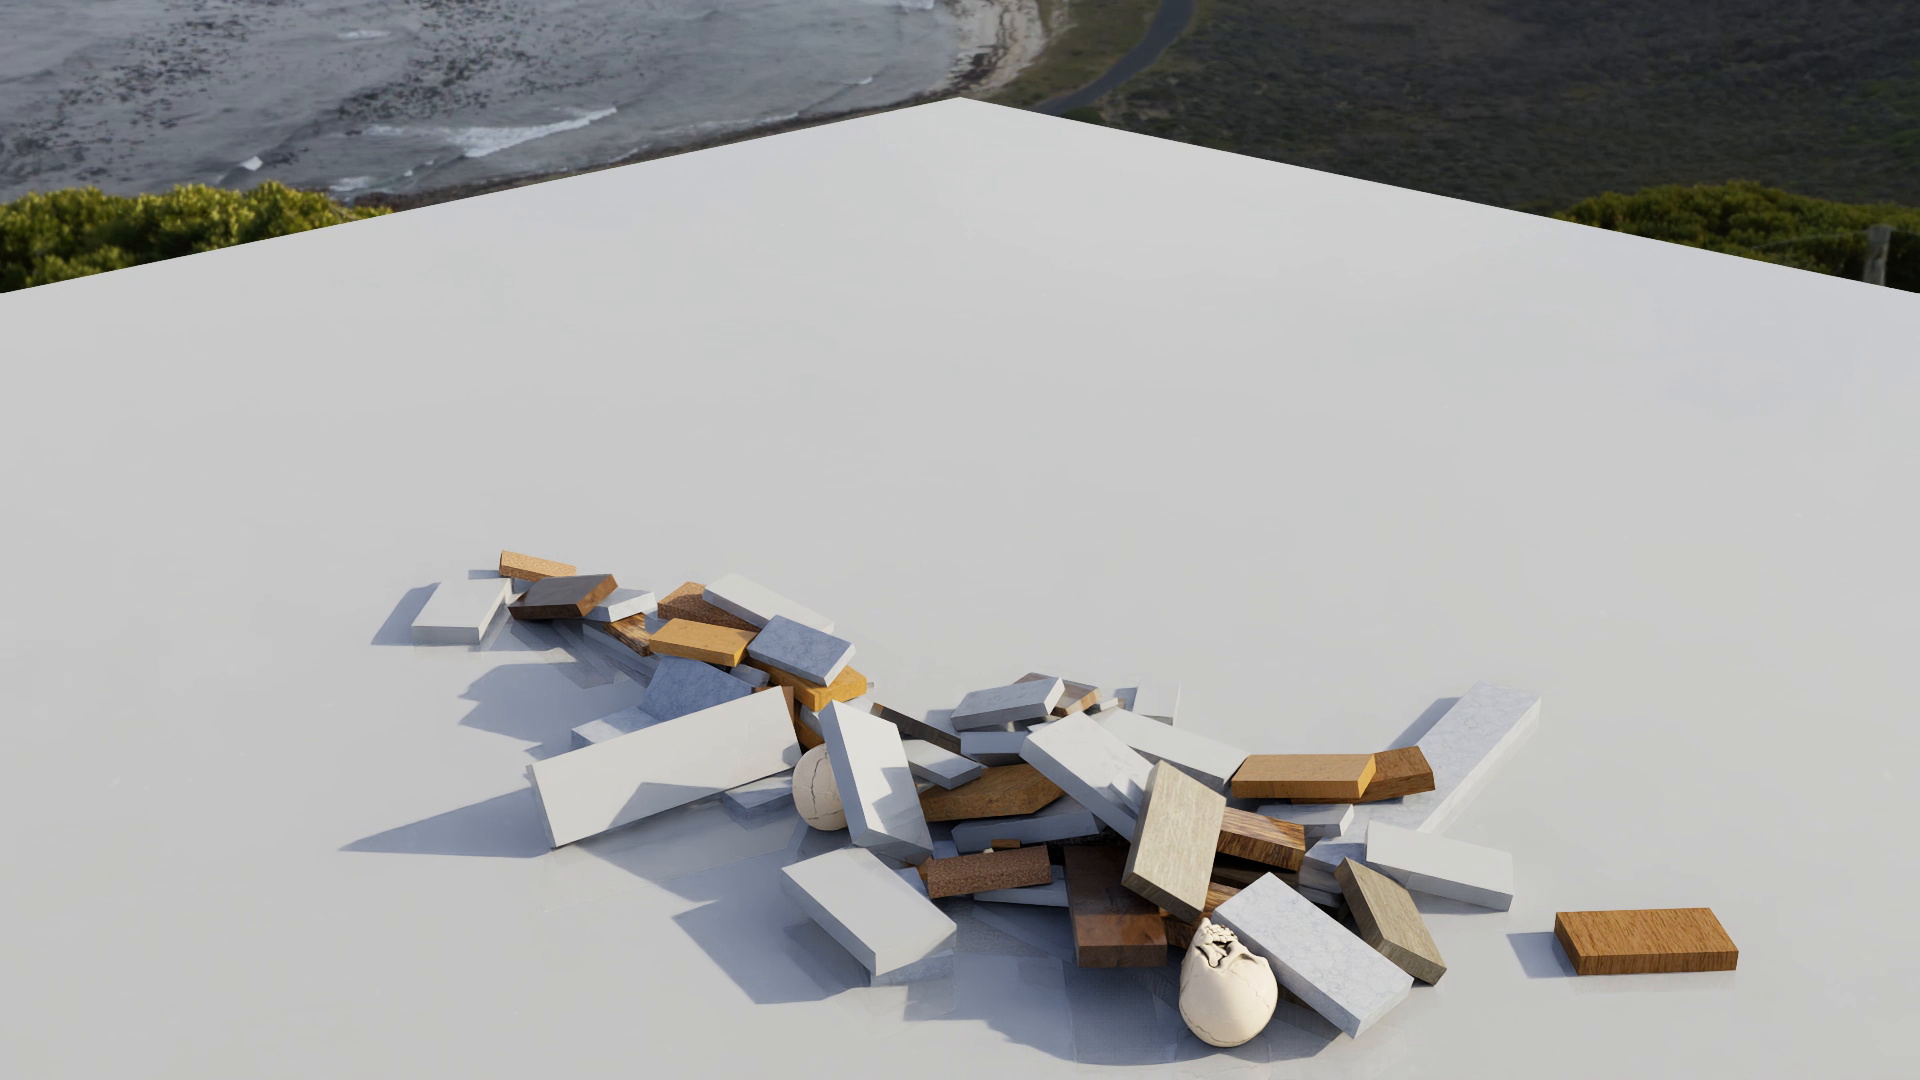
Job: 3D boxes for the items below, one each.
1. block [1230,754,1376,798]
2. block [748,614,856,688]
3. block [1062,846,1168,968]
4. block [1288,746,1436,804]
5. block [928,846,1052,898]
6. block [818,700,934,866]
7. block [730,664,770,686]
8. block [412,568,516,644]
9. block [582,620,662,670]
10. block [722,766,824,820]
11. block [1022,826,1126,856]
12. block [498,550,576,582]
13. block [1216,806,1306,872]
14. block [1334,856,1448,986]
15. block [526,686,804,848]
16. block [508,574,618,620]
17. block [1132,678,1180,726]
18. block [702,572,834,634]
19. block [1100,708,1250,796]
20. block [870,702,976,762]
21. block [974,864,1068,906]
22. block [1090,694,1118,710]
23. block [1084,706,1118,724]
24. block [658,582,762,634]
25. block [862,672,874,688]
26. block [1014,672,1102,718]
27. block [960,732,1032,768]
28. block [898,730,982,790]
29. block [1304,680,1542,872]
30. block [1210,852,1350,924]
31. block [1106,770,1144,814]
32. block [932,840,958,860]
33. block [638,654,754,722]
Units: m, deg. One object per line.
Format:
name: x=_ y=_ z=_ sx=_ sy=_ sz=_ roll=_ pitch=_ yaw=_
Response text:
block: x=0.694 y=0.476 z=4.443 sx=0.262 sy=0.037 sz=0.131 roll=-3 pitch=17 yaw=26
block: x=-0.340 y=0.236 z=4.718 sx=0.213 sy=0.030 sz=0.107 roll=19 pitch=54 yaw=31
block: x=0.275 y=0.655 z=3.957 sx=0.152 sy=0.043 sz=0.359 roll=0 pitch=20 yaw=-2
block: x=0.806 y=0.488 z=4.471 sx=0.287 sy=0.041 sz=0.144 roll=-10 pitch=16 yaw=2
block: x=0.055 y=0.623 z=4.137 sx=0.229 sy=0.032 sz=0.114 roll=-8 pitch=12 yaw=0
block: x=-0.166 y=0.473 z=4.301 sx=0.168 sy=0.048 sz=0.337 roll=25 pitch=30 yaw=-35
block: x=-0.477 y=0.355 z=4.729 sx=0.086 sy=0.171 sz=0.024 roll=16 pitch=-9 yaw=32
block: x=-1.199 y=0.159 z=5.327 sx=0.161 sy=0.046 sz=0.332 roll=2 pitch=23 yaw=4
block: x=-0.686 y=0.266 z=5.099 sx=0.094 sy=0.027 sz=0.506 roll=-21 pitch=31 yaw=-41
block: x=-0.382 y=0.516 z=4.511 sx=0.186 sy=0.026 sz=0.093 roll=-17 pitch=28 yaw=-34
block: x=0.234 y=0.560 z=4.206 sx=0.211 sy=0.030 sz=0.106 roll=-15 pitch=11 yaw=32
block: x=-1.052 y=0.075 z=5.478 sx=0.187 sy=0.027 sz=0.094 roll=13 pitch=20 yaw=-15
block: x=0.509 y=0.557 z=4.236 sx=0.304 sy=0.043 sz=0.152 roll=13 pitch=12 yaw=5
block: x=0.780 y=0.690 z=3.999 sx=0.139 sy=0.039 sz=0.277 roll=27 pitch=18 yaw=-15
block: x=-0.590 y=0.453 z=4.443 sx=0.549 sy=0.168 sz=0.048 roll=-16 pitch=-2 yaw=-28
block: x=-0.950 y=0.136 z=5.258 sx=0.259 sy=0.037 sz=0.130 roll=-4 pitch=30 yaw=41
block: x=0.436 y=0.359 z=4.881 sx=0.091 sy=0.026 sz=0.182 roll=4 pitch=23 yaw=9
block: x=-0.426 y=0.156 z=4.883 sx=0.284 sy=0.030 sz=0.107 roll=25 pitch=31 yaw=24
block: x=0.433 y=0.438 z=4.557 sx=0.300 sy=0.042 sz=0.147 roll=17 pitch=24 yaw=23
block: x=-0.073 y=0.402 z=4.594 sx=0.229 sy=0.032 sz=0.114 roll=24 pitch=-5 yaw=-12
block: x=0.141 y=0.647 z=4.137 sx=0.212 sy=0.030 sz=0.106 roll=-1 pitch=17 yaw=29
block: x=0.238 y=0.344 z=4.851 sx=0.050 sy=0.014 sz=0.272 roll=-18 pitch=15 yaw=-36
block: x=0.360 y=0.427 z=4.666 sx=0.091 sy=0.026 sz=0.280 roll=-13 pitch=29 yaw=-27
block: x=-0.532 y=0.161 z=4.954 sx=0.267 sy=0.037 sz=0.130 roll=12 pitch=26 yaw=22
block: x=-0.249 y=0.323 z=4.981 sx=0.101 sy=0.014 sz=0.050 roll=-6 pitch=24 yaw=-15
block: x=0.197 y=0.340 z=4.811 sx=0.095 sy=0.027 sz=0.254 roll=-31 pitch=21 yaw=-27
block: x=0.113 y=0.426 z=4.402 sx=0.147 sy=0.042 sz=0.293 roll=-2 pitch=-14 yaw=16
block: x=-0.090 y=0.440 z=4.493 sx=0.085 sy=0.024 sz=0.300 roll=-19 pitch=25 yaw=-39
block: x=0.972 y=0.494 z=4.545 sx=0.144 sy=0.041 sz=0.903 roll=15 pitch=27 yaw=31
block: x=0.494 y=0.627 z=4.204 sx=0.520 sy=0.039 sz=0.139 roll=12 pitch=19 yaw=25
block: x=0.322 y=0.475 z=4.064 sx=0.100 sy=0.014 sz=0.050 roll=42 pitch=35 yaw=6
block: x=-0.028 y=0.618 z=4.286 sx=0.050 sy=0.014 sz=0.100 roll=-3 pitch=23 yaw=-7
block: x=-0.546 y=0.354 z=4.727 sx=0.321 sy=0.161 sz=0.046 roll=21 pitch=-6 yaw=40
